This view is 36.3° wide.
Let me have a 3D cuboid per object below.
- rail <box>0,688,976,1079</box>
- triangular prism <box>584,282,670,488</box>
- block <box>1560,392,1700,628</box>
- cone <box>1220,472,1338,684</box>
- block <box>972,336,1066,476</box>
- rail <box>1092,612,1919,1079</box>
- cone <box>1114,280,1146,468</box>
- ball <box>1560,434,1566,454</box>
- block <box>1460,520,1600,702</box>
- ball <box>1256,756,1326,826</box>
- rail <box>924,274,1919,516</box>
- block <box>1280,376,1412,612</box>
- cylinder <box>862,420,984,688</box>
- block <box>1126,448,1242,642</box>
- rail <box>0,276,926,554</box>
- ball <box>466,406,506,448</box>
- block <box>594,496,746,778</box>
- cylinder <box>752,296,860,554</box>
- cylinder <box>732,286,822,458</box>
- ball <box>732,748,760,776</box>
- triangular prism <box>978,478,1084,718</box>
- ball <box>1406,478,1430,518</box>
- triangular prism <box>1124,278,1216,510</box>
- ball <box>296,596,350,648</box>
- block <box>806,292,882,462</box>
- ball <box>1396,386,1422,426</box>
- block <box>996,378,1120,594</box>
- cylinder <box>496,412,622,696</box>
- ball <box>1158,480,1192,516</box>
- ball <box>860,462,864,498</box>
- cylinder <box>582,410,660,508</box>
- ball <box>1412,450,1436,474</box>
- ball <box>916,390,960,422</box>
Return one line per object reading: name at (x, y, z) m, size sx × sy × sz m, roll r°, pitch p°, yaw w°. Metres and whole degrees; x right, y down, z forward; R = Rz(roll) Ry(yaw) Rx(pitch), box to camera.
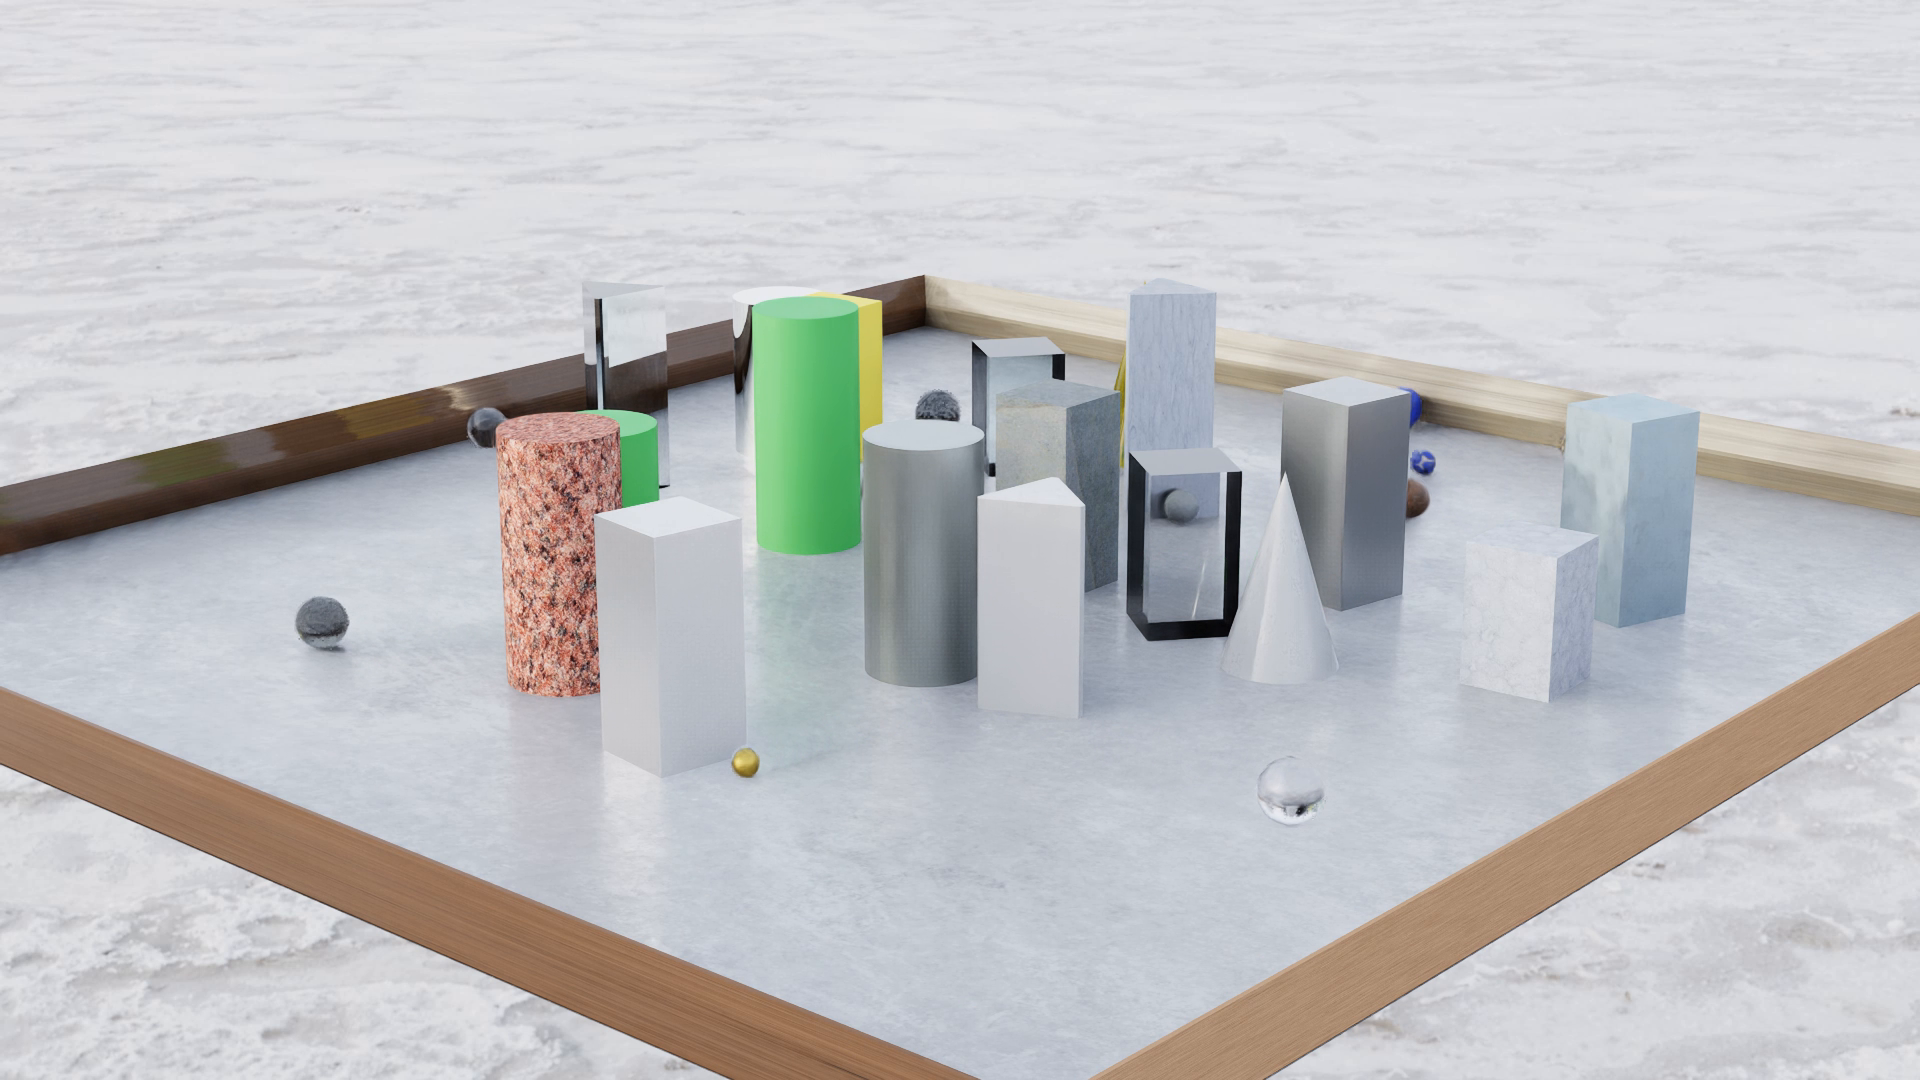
rail at (-1.007, 0.367, 4.009) m, size 2.940 × 0.126 × 0.045 m, roll 14°, pitch 22°, yaw 39°
triangular prism at (-0.683, -0.298, 5.737) m, size 0.145 × 0.402 × 0.168 m, roll 16°, pitch 23°, yaw 43°
block at (1.137, -0.053, 5.001) m, size 0.155 × 0.358 × 0.155 m, roll -10°, pitch 19°, yaw -30°
cone at (0.520, 0.046, 4.728) m, size 0.193 × 0.326 × 0.193 m, roll 0°, pitch 17°, yaw 0°
block at (0.117, -0.270, 5.915) m, size 0.155 × 0.245 × 0.155 m, roll -4°, pitch 17°, yaw -12°
rail at (1.092, 0.305, 4.213) m, size 0.045 × 0.126 × 3.121 m, roll 14°, pitch 22°, yaw 39°
cone at (0.373, -0.349, 5.961) m, size 0.193 × 0.370 × 0.193 m, roll 0°, pitch 17°, yaw 0°
ball at (1.256, -0.194, 5.981) m, size 0.063 × 0.063 × 0.063 m, roll 0°, pitch 17°, yaw 0°
block at (0.906, 0.111, 4.669) m, size 0.155 × 0.237 × 0.155 m, roll 12°, pitch 20°, yaw 34°
ball at (0.464, 0.352, 4.112) m, size 0.097 × 0.097 × 0.097 m, roll 0°, pitch 17°, yaw 0°
rail at (1.007, -0.304, 6.231) m, size 2.940 × 0.126 × 0.045 m, roll 14°, pitch 22°, yaw 39°
block at (0.665, -0.082, 5.089) m, size 0.155 × 0.363 × 0.155 m, roll -13°, pitch 21°, yaw -37°
cylinder at (-0.058, 0.020, 4.703) m, size 0.193 × 0.391 × 0.193 m, roll 0°, pitch 17°, yaw 0°
block at (0.375, 0.006, 4.930) m, size 0.155 × 0.287 × 0.155 m, roll -3°, pitch 17°, yaw -10°
rail at (-1.092, -0.242, 6.028) m, size 0.045 × 0.126 × 3.121 m, roll 14°, pitch 22°, yaw 39°
ball at (-0.978, -0.233, 6.071) m, size 0.085 × 0.085 × 0.085 m, roll 0°, pitch 17°, yaw 0°
block at (-0.428, 0.141, 4.341) m, size 0.155 × 0.367 × 0.155 m, roll -14°, pitch 22°, yaw -38°
cylinder at (-0.280, -0.211, 5.383) m, size 0.193 × 0.440 × 0.193 m, roll 0°, pitch 17°, yaw 0°
cylinder at (-0.368, -0.344, 6.031) m, size 0.193 × 0.321 × 0.193 m, roll 0°, pitch 17°, yaw 0°
ball at (-0.313, 0.325, 4.296) m, size 0.041 × 0.041 × 0.041 m, roll 0°, pitch 17°, yaw 0°
triangular prism at (0.128, 0.085, 4.574) m, size 0.168 × 0.341 × 0.145 m, roll 5°, pitch 17°, yaw 16°
ball at (0.856, -0.079, 5.578) m, size 0.076 × 0.076 × 0.076 m, roll 0°, pitch 17°, yaw 0°
triangular prism at (0.393, -0.283, 5.651) m, size 0.168 × 0.423 × 0.145 m, roll -2°, pitch 17°, yaw -5°
ball at (-1.053, 0.136, 4.843) m, size 0.087 × 0.087 × 0.087 m, roll 0°, pitch 17°, yaw 0°
block at (-0.262, -0.298, 5.820) m, size 0.155 × 0.354 × 0.155 m, roll 12°, pitch 21°, yaw 35°
ball at (0.933, -0.280, 6.215) m, size 0.091 × 0.091 × 0.091 m, roll 0°, pitch 17°, yaw 0°
block at (0.171, -0.091, 5.149) m, size 0.155 × 0.345 × 0.155 m, roll 14°, pitch 21°, yaw 38°
cylinder at (-0.631, 0.022, 4.658) m, size 0.193 × 0.414 × 0.193 m, roll 0°, pitch 17°, yaw 0°
ball at (0.410, -0.080, 5.599) m, size 0.066 × 0.066 × 0.066 m, roll 0°, pitch 17°, yaw 0°
ball at (-0.199, -0.117, 5.714) m, size 0.069 × 0.069 × 0.069 m, roll 0°, pitch 17°, yaw 0°
cylinder at (-0.607, -0.035, 4.980) m, size 0.193 × 0.335 × 0.193 m, roll 0°, pitch 17°, yaw 0°
ball at (0.930, -0.156, 5.877) m, size 0.050 × 0.050 × 0.050 m, roll 0°, pitch 17°, yaw 0°
ball at (-0.047, -0.266, 6.163) m, size 0.095 × 0.095 × 0.095 m, roll 0°, pitch 17°, yaw 0°
